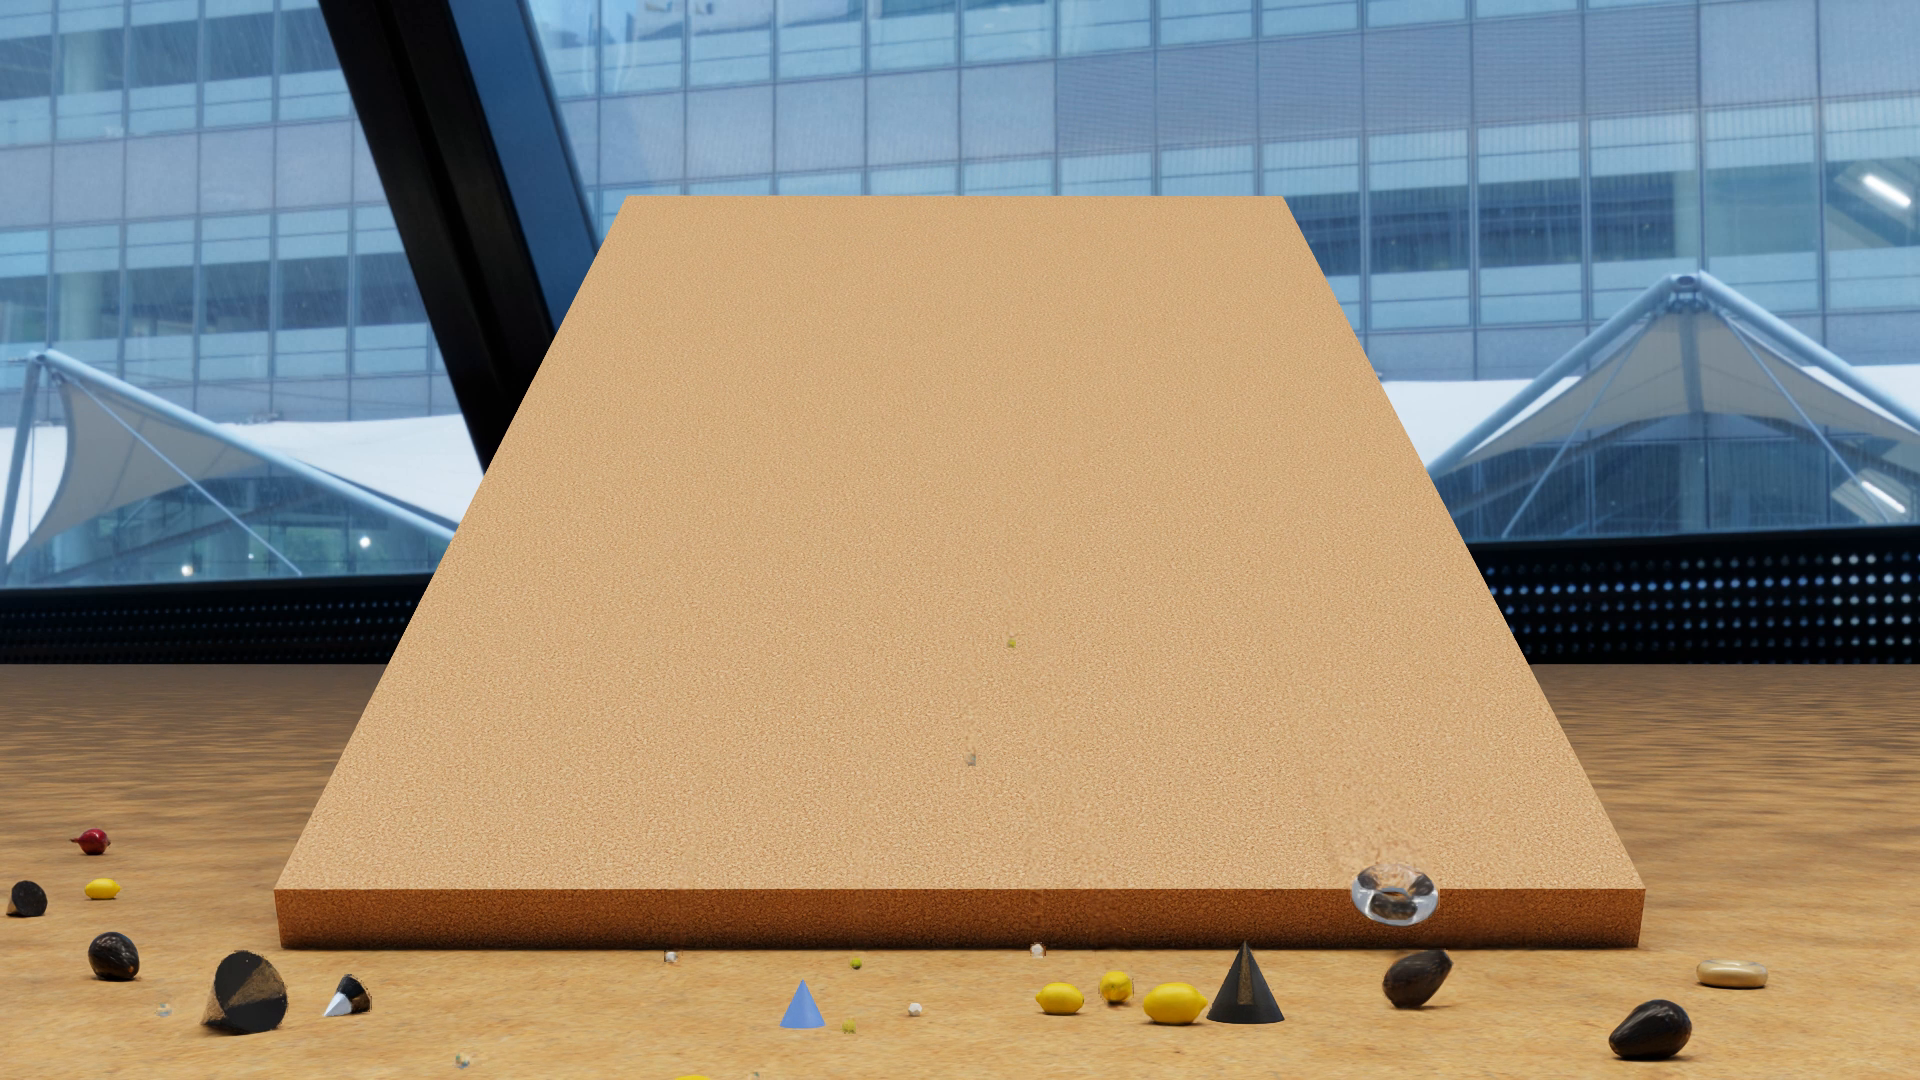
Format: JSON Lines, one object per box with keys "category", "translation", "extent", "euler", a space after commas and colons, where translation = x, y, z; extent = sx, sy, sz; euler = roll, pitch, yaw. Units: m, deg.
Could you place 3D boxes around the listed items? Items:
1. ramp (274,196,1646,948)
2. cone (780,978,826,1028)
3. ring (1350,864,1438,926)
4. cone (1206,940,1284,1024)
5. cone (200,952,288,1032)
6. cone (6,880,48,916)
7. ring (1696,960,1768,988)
{"category": "ramp", "translation": [-0.007, -0.225, 5.228], "extent": [2.000, 0.100, 4.000], "euler": [0, 23, 0]}
{"category": "cone", "translation": [-0.183, 0.537, 2.688], "extent": [0.054, 0.054, 0.054], "euler": [0, -3, 0]}
{"category": "ring", "translation": [0.626, 0.510, 3.327], "extent": [0.124, 0.041, 0.124], "euler": [0, 27, 0]}
{"category": "cone", "translation": [0.338, 0.520, 2.740], "extent": [0.093, 0.093, 0.093], "euler": [0, -3, 0]}
{"category": "cone", "translation": [-0.849, 0.541, 2.672], "extent": [0.098, 0.098, 0.098], "euler": [-32, -19, 28]}
{"category": "cone", "translation": [-1.562, 0.607, 3.830], "extent": [0.066, 0.066, 0.066], "euler": [-31, -17, 25]}
{"category": "ring", "translation": [1.007, 0.566, 3.015], "extent": [0.090, 0.030, 0.090], "euler": [1, -3, 0]}
